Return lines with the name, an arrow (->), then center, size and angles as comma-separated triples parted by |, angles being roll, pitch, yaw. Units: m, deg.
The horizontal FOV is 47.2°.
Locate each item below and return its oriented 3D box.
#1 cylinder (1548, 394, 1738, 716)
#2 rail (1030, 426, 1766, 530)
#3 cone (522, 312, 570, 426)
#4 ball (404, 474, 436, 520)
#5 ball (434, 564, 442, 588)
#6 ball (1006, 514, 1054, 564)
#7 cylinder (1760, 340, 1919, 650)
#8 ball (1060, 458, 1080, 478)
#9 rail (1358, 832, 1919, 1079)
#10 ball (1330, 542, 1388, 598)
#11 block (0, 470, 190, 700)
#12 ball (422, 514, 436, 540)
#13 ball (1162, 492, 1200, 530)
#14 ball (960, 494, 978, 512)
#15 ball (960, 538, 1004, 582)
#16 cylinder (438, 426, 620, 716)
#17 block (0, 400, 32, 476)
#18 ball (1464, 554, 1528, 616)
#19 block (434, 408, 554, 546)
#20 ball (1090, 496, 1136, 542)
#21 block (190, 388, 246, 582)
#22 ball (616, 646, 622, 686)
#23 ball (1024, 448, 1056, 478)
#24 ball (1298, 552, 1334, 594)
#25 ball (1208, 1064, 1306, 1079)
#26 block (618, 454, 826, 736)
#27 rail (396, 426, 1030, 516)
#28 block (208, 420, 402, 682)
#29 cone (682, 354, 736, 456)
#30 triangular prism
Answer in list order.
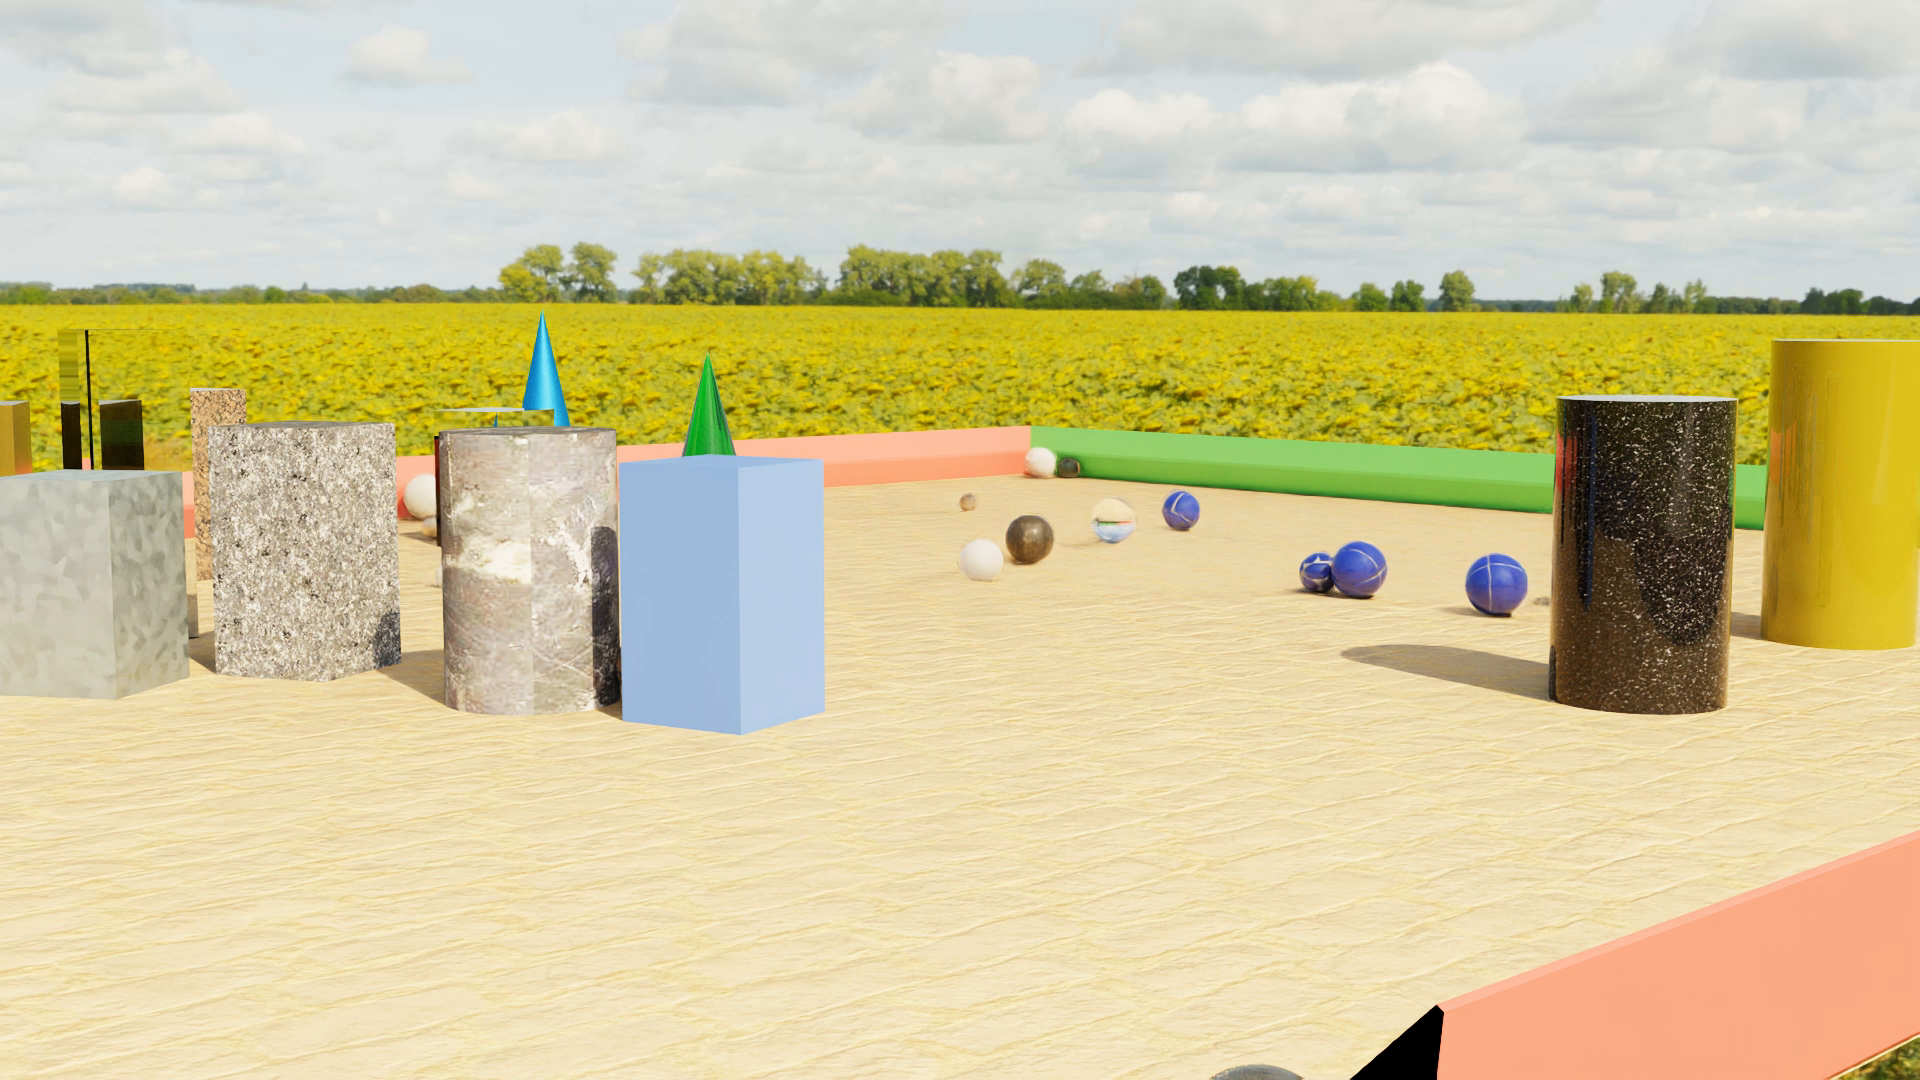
cylinder -> 0.778, 0.011, 2.509 | 0.198, 0.346, 0.198 | 0, 6, 0
rail -> 1.443, -0.105, 4.656 | 0.045, 0.129, 3.735 | -5, 8, -42
cone -> -0.839, -0.242, 4.440 | 0.198, 0.449, 0.198 | 0, 6, 0
ball -> -1.133, -0.091, 4.678 | 0.099, 0.099, 0.099 | 0, 6, 0
ball -> -0.821, 0.057, 3.528 | 0.043, 0.043, 0.043 | 0, 6, 0
ball -> 0.123, -0.002, 3.881 | 0.087, 0.087, 0.087 | 0, 6, 0
cylinder -> 1.193, -0.067, 2.970 | 0.198, 0.405, 0.198 | 0, 6, 0
ball -> 0.292, -0.191, 5.853 | 0.054, 0.054, 0.054 | 0, 6, 0
rail -> 1.250, 0.174, 1.984 | 3.973, 0.129, 0.045 | -5, 8, -42
ball -> 0.620, 0.046, 3.416 | 0.088, 0.088, 0.088 | 0, 6, 0
block -> -1.031, 0.049, 2.603 | 0.158, 0.252, 0.158 | 1, 6, 11
ball -> -1.027, -0.025, 4.293 | 0.048, 0.048, 0.048 | 0, 6, 0
ball -> 0.450, -0.060, 4.475 | 0.079, 0.079, 0.079 | 0, 6, 0
ball -> 0.019, -0.083, 4.878 | 0.041, 0.041, 0.041 | 0, 6, 0
ball -> 0.035, 0.033, 3.617 | 0.072, 0.072, 0.072 | 0, 6, 0
cylinder -> -0.489, 0.030, 2.508 | 0.198, 0.309, 0.198 | 0, 6, 0
block -> -1.469, -0.048, 3.258 | 0.158, 0.308, 0.158 | -2, 6, -14
ball -> 0.783, 0.065, 3.213 | 0.092, 0.092, 0.092 | 0, 6, 0
block -> -0.882, -0.119, 4.179 | 0.158, 0.258, 0.158 | 4, 7, 30
ball -> 0.296, -0.039, 4.232 | 0.089, 0.089, 0.089 | 0, 6, 0
block -> -1.308, -0.095, 3.681 | 0.158, 0.313, 0.158 | 4, 7, 32
ball -> -0.349, 0.142, 2.503 | 0.086, 0.086, 0.086 | 0, 6, 0
ball -> 0.211, -0.204, 5.832 | 0.084, 0.084, 0.084 | 0, 6, 0
ball -> 0.568, 0.052, 3.477 | 0.064, 0.064, 0.064 | 0, 6, 0
ball -> 0.143, 0.294, 1.052 | 0.085, 0.085, 0.085 | 0, 6, 0
block -> -0.259, 0.054, 2.406 | 0.158, 0.282, 0.158 | 3, 7, 30
rail -> -1.250, -0.107, 4.680 | 3.973, 0.129, 0.045 | -5, 8, -42
block -> -0.810, 0.009, 2.727 | 0.158, 0.305, 0.158 | 2, 6, 20
cone -> -0.437, -0.141, 3.825 | 0.198, 0.376, 0.198 | 0, 6, 0
triangular prism -> -1.105, -0.072, 2.949 | 0.148, 0.419, 0.171 | -3, 7, -30
